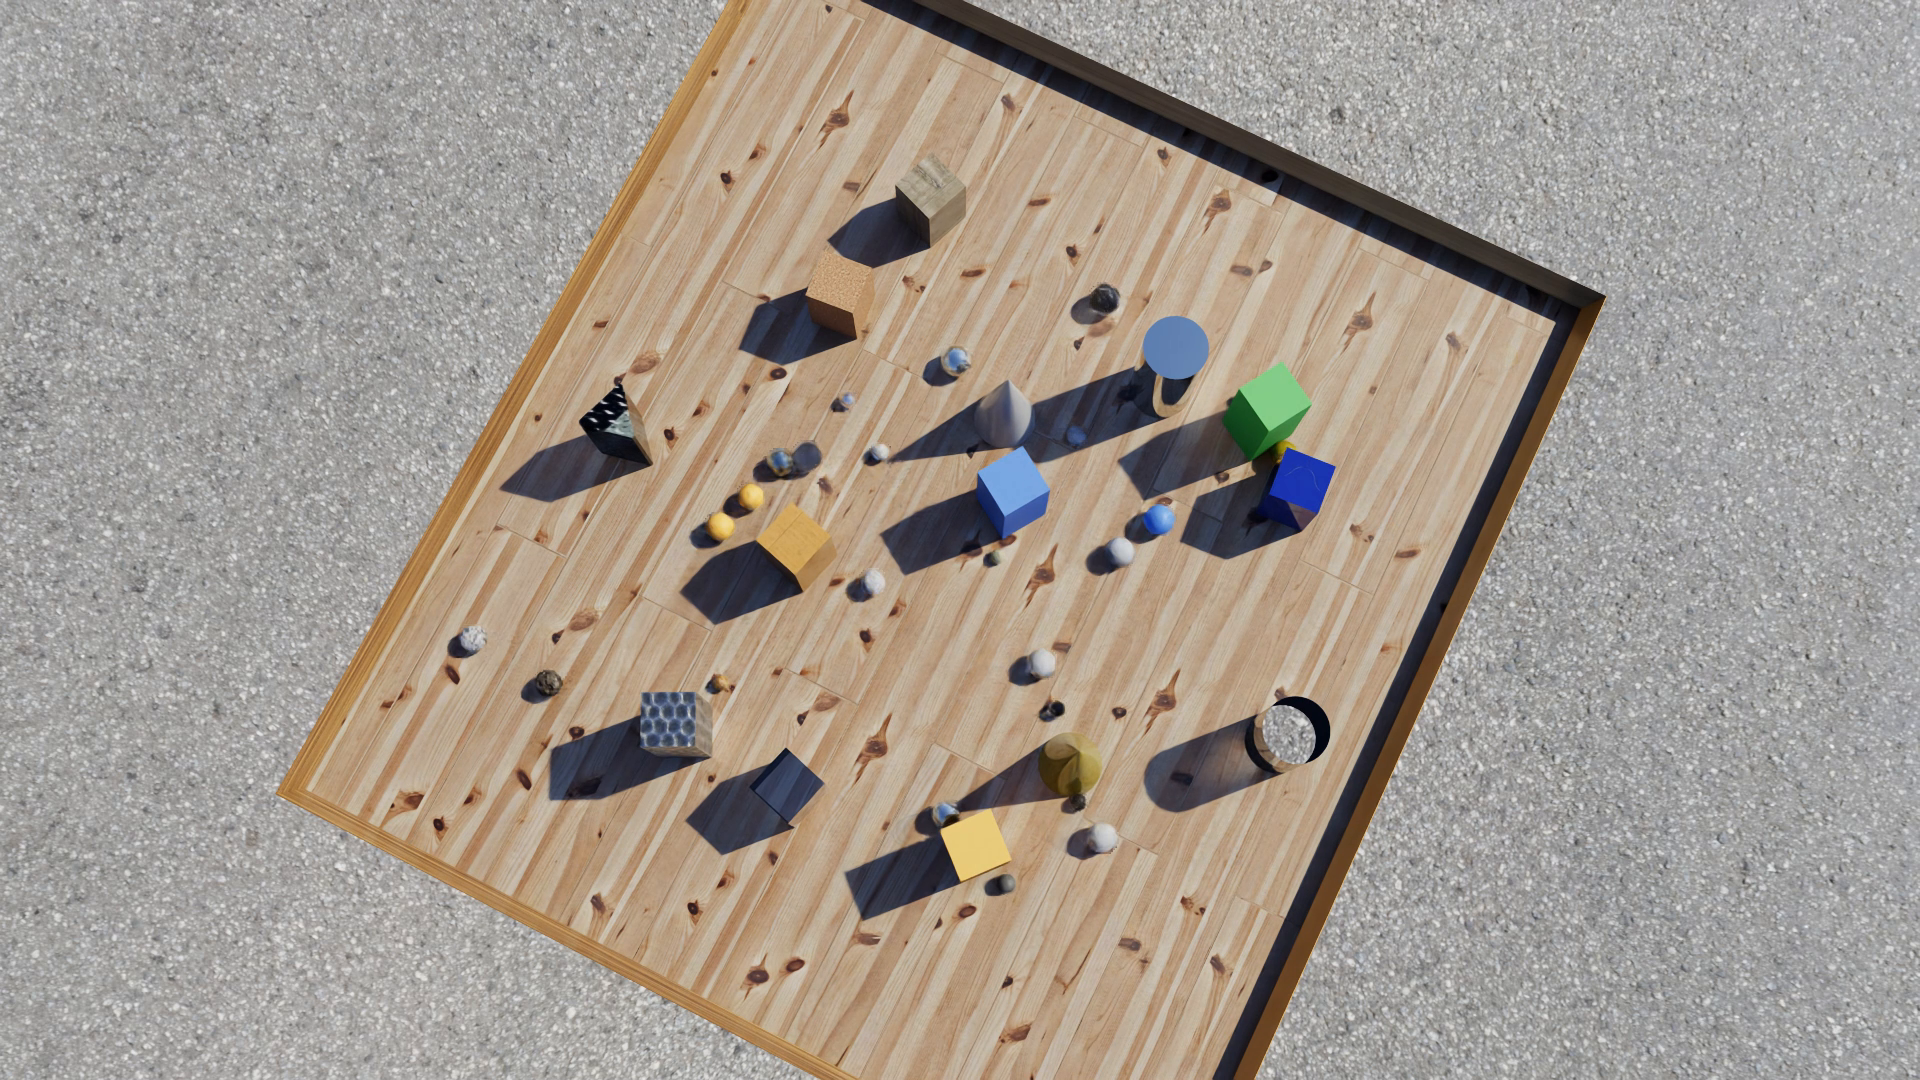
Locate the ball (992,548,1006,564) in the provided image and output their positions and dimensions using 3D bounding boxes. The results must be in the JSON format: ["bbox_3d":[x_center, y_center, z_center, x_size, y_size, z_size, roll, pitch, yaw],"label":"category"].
[{"bbox_3d":[0.117,0.049,5.583,0.045,0.045,0.045,0,78,0],"label":"ball"}]

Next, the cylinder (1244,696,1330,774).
[{"bbox_3d":[0.949,0.569,5.328,0.192,0.334,0.192,0,78,0],"label":"cylinder"}]

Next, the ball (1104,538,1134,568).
[{"bbox_3d":[0.485,0.037,5.562,0.091,0.091,0.091,0,78,0],"label":"ball"}]

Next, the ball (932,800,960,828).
[{"bbox_3d":[-0.042,0.810,5.406,0.085,0.085,0.085,0,78,0],"label":"ball"}]

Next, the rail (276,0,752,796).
[{"bbox_3d":[-1.270,-0.615,5.679,0.045,0.125,3.147,26,80,5],"label":"rail"}]

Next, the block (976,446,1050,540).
[{"bbox_3d":[0.156,-0.138,5.477,0.154,0.329,0.154,-30,80,-6],"label":"block"}]

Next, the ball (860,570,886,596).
[{"bbox_3d":[-0.264,0.130,5.551,0.076,0.076,0.076,0,78,0],"label":"ball"}]

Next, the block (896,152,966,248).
[{"bbox_3d":[-0.090,-1.056,5.709,0.154,0.248,0.154,-43,81,-8],"label":"block"}]

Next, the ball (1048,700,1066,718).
[{"bbox_3d":[0.291,0.506,5.486,0.050,0.050,0.050,0,78,0],"label":"ball"}]

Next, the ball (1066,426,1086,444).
[{"bbox_3d":[0.357,-0.324,5.653,0.060,0.060,0.060,0,78,0],"label":"ball"}]

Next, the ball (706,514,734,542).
[{"bbox_3d":[-0.731,-0.039,5.581,0.086,0.086,0.086,0,78,0],"label":"ball"}]

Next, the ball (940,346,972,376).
[{"bbox_3d":[-0.012,-0.554,5.682,0.096,0.096,0.096,0,78,0],"label":"ball"}]

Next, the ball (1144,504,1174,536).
[{"bbox_3d":[0.606,-0.061,5.582,0.093,0.093,0.093,0,78,0],"label":"ball"}]

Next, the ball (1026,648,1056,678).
[{"bbox_3d":[0.244,0.370,5.495,0.089,0.089,0.089,0,78,0],"label":"ball"}]

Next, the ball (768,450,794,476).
[{"bbox_3d":[-0.551,-0.237,5.625,0.080,0.080,0.080,0,78,0],"label":"ball"}]

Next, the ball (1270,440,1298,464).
[{"bbox_3d":[0.995,-0.263,5.628,0.085,0.085,0.085,0,78,0],"label":"ball"}]

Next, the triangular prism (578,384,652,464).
[{"bbox_3d":[-1.012,-0.355,5.517,0.166,0.339,0.144,15,79,3],"label":"triangular prism"}]

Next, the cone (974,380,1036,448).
[{"bbox_3d":[0.140,-0.421,5.487,0.192,0.424,0.192,0,78,0],"label":"cone"}]

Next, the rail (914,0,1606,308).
[{"bbox_3d":[0.693,-1.351,5.831,2.887,0.125,0.045,26,80,5],"label":"rail"}]

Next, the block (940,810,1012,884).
[{"bbox_3d":[0.044,0.883,5.272,0.154,0.316,0.154,-22,79,-4],"label":"block"}]

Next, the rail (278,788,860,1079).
[{"bbox_3d":[-0.693,1.364,5.270,2.887,0.125,0.045,26,80,5],"label":"rail"}]

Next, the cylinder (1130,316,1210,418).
[{"bbox_3d":[0.625,-0.515,5.509,0.192,0.419,0.192,0,78,0],"label":"cylinder"}]

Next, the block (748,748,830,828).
[{"bbox_3d":[-0.494,0.724,5.346,0.154,0.236,0.154,42,81,8],"label":"block"}]

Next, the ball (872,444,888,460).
[{"bbox_3d":[-0.246,-0.270,5.646,0.052,0.052,0.052,0,78,0],"label":"ball"}]

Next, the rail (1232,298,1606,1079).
[{"bbox_3d":[1.270,0.628,5.422,0.045,0.125,3.147,26,80,5],"label":"rail"}]

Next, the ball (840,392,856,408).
[{"bbox_3d":[-0.348,-0.435,5.680,0.051,0.051,0.051,0,78,0],"label":"ball"}]

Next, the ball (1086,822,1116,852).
[{"bbox_3d":[0.416,0.875,5.390,0.090,0.090,0.090,0,78,0],"label":"ball"}]

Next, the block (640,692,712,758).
[{"bbox_3d":[-0.819,0.540,5.320,0.154,0.362,0.154,-1,78,0],"label":"block"}]

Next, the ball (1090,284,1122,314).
[{"bbox_3d":[0.455,-0.751,5.723,0.096,0.096,0.096,0,78,0],"label":"ball"}]

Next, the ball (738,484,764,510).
[{"bbox_3d":[-0.639,-0.131,5.603,0.079,0.079,0.079,0,78,0],"label":"ball"}]

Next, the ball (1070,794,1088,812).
[{"bbox_3d":[0.352,0.778,5.430,0.049,0.049,0.049,0,78,0],"label":"ball"}]

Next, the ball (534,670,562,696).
[{"bbox_3d":[-1.231,0.429,5.486,0.081,0.081,0.081,0,78,0],"label":"ball"}]

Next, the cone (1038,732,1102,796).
[{"bbox_3d":[0.330,0.626,5.263,0.192,0.439,0.192,0,78,0],"label":"cone"}]

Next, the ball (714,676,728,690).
[{"bbox_3d":[-0.717,0.429,5.505,0.045,0.045,0.045,0,78,0],"label":"ball"}]

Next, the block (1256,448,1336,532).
[{"bbox_3d":[1.008,-0.150,5.515,0.154,0.258,0.154,22,79,4],"label":"block"}]

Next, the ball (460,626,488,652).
[{"bbox_3d":[-1.464,0.297,5.514,0.080,0.080,0.080,0,78,0],"label":"ball"}]

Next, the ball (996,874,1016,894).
[{"bbox_3d":[0.136,1.007,5.379,0.058,0.058,0.058,0,78,0],"label":"ball"}]

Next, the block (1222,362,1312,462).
[{"bbox_3d":[0.919,-0.382,5.512,0.154,0.360,0.154,-32,80,-6],"label":"block"}]

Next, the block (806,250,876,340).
[{"bbox_3d":[-0.366,-0.753,5.642,0.154,0.254,0.154,21,79,4],"label":"block"}]

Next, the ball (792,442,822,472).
[{"bbox_3d":[-0.467,-0.255,5.623,0.091,0.091,0.091,0,78,0],"label":"ball"}]

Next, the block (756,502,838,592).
[{"bbox_3d":[-0.483,0.024,5.462,0.154,0.292,0.154,41,81,8],"label":"block"}]
